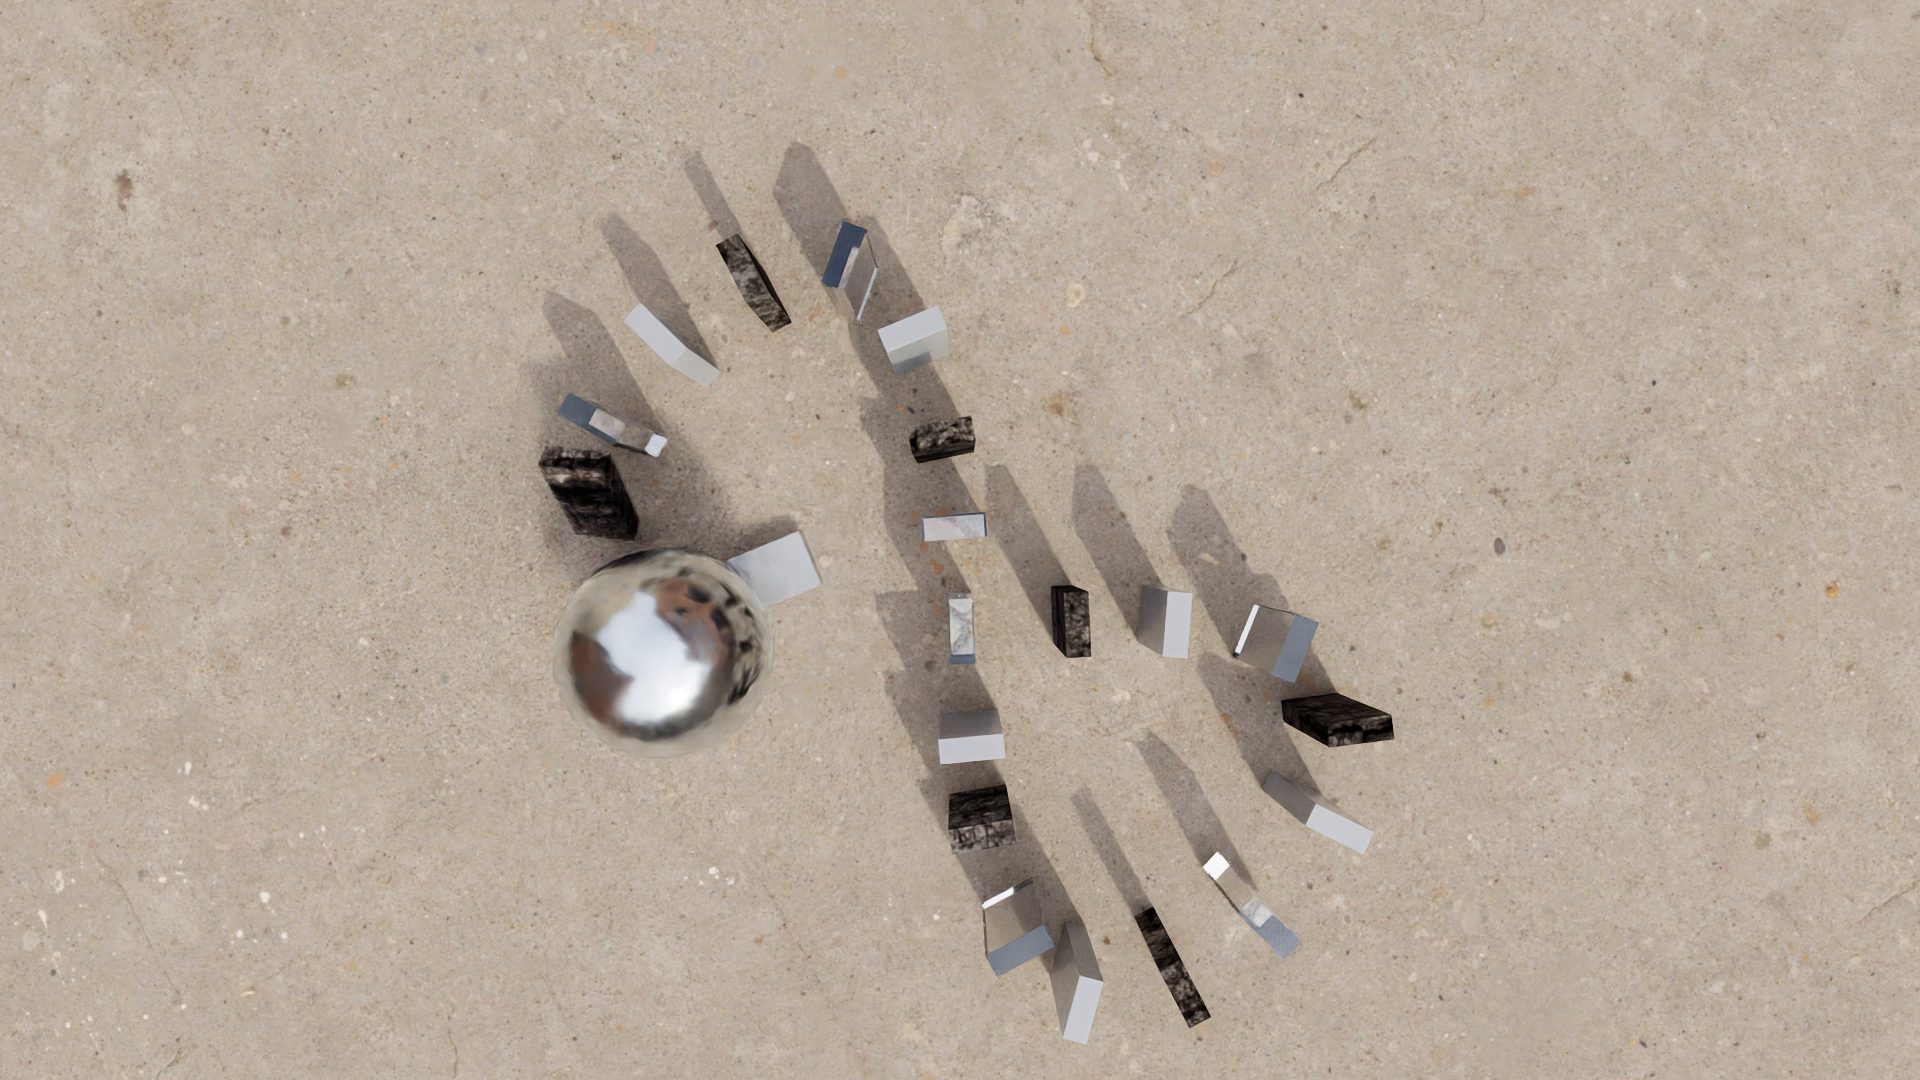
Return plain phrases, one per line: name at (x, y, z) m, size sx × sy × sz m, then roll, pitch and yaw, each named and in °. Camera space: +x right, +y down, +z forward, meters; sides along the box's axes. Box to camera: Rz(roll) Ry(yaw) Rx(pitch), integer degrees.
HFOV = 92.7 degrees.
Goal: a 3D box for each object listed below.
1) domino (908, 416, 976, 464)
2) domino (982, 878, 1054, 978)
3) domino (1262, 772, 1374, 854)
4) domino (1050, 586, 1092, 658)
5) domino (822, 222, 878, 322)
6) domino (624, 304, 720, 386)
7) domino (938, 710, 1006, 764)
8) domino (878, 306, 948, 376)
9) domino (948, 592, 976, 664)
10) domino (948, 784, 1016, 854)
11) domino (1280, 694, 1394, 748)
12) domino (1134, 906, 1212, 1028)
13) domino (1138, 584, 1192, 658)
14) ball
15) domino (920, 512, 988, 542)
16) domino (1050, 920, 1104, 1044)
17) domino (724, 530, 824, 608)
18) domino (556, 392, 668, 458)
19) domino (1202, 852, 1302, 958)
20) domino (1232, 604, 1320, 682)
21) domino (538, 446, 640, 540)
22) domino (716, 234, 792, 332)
domino at (-0.007, -0.041, 0.375) m, size 0.025 × 0.050 × 0.010 m, roll -11°, pitch 90°, yaw 0°
domino at (0.023, 0.157, 0.375) m, size 0.025 × 0.050 × 0.010 m, roll -28°, pitch 90°, yaw 0°
domino at (0.145, 0.110, 0.375) m, size 0.025 × 0.050 × 0.009 m, roll 26°, pitch 90°, yaw 0°
domino at (0.045, 0.032, 0.375) m, size 0.010 × 0.050 × 0.025 m, roll -3°, pitch 90°, yaw 0°
domino at (-0.044, -0.109, 0.375) m, size 0.010 × 0.050 × 0.025 m, roll 20°, pitch 90°, yaw 0°
domino at (-0.117, -0.079, 0.375) m, size 0.025 × 0.050 × 0.009 m, roll 44°, pitch 90°, yaw 0°
domino at (0.005, 0.080, 0.375) m, size 0.025 × 0.050 × 0.009 m, roll -5°, pitch 90°, yaw 0°
domino at (-0.018, -0.081, 0.375) m, size 0.025 × 0.050 × 0.010 m, roll -23°, pitch 90°, yaw 0°
domino at (0.001, 0.035, 0.375) m, size 0.009 × 0.050 × 0.025 m, roll -2°, pitch 90°, yaw 0°
domino at (0.009, 0.113, 0.375) m, size 0.025 × 0.050 × 0.009 m, roll -10°, pitch 90°, yaw 0°
domino at (0.153, 0.073, 0.375) m, size 0.025 × 0.050 × 0.010 m, roll -7°, pitch 90°, yaw 0°
domino at (0.086, 0.173, 0.375) m, size 0.010 × 0.050 × 0.025 m, roll -28°, pitch 90°, yaw 0°
domino at (0.083, 0.032, 0.375) m, size 0.009 × 0.050 × 0.025 m, roll 5°, pitch 90°, yaw 0°
ball at (-0.113, 0.043, 0.352) m, size 0.080 × 0.080 × 0.080 m, roll 0°, pitch 90°, yaw 0°
domino at (-0.002, -0.005, 0.375) m, size 0.025 × 0.050 × 0.010 m, roll -4°, pitch 90°, yaw 0°
domino at (0.047, 0.180, 0.375) m, size 0.009 × 0.050 × 0.025 m, roll 15°, pitch 90°, yaw 0°
domino at (-0.087, 0.017, 0.395) m, size 0.050 × 0.010 × 0.025 m, roll -22°, pitch 92°, yaw 0°
domino at (-0.141, -0.046, 0.375) m, size 0.025 × 0.050 × 0.009 m, roll 29°, pitch 90°, yaw 0°
domino at (0.118, 0.148, 0.375) m, size 0.025 × 0.050 × 0.010 m, roll 44°, pitch 90°, yaw 0°
domino at (0.128, 0.041, 0.375) m, size 0.009 × 0.050 × 0.025 m, roll 22°, pitch 90°, yaw 0°
domino at (-0.151, -0.018, 0.376) m, size 0.025 × 0.050 × 0.009 m, roll 6°, pitch 58°, yaw 0°
domino at (-0.083, -0.104, 0.375) m, size 0.010 × 0.050 × 0.025 m, roll -28°, pitch 90°, yaw 0°
